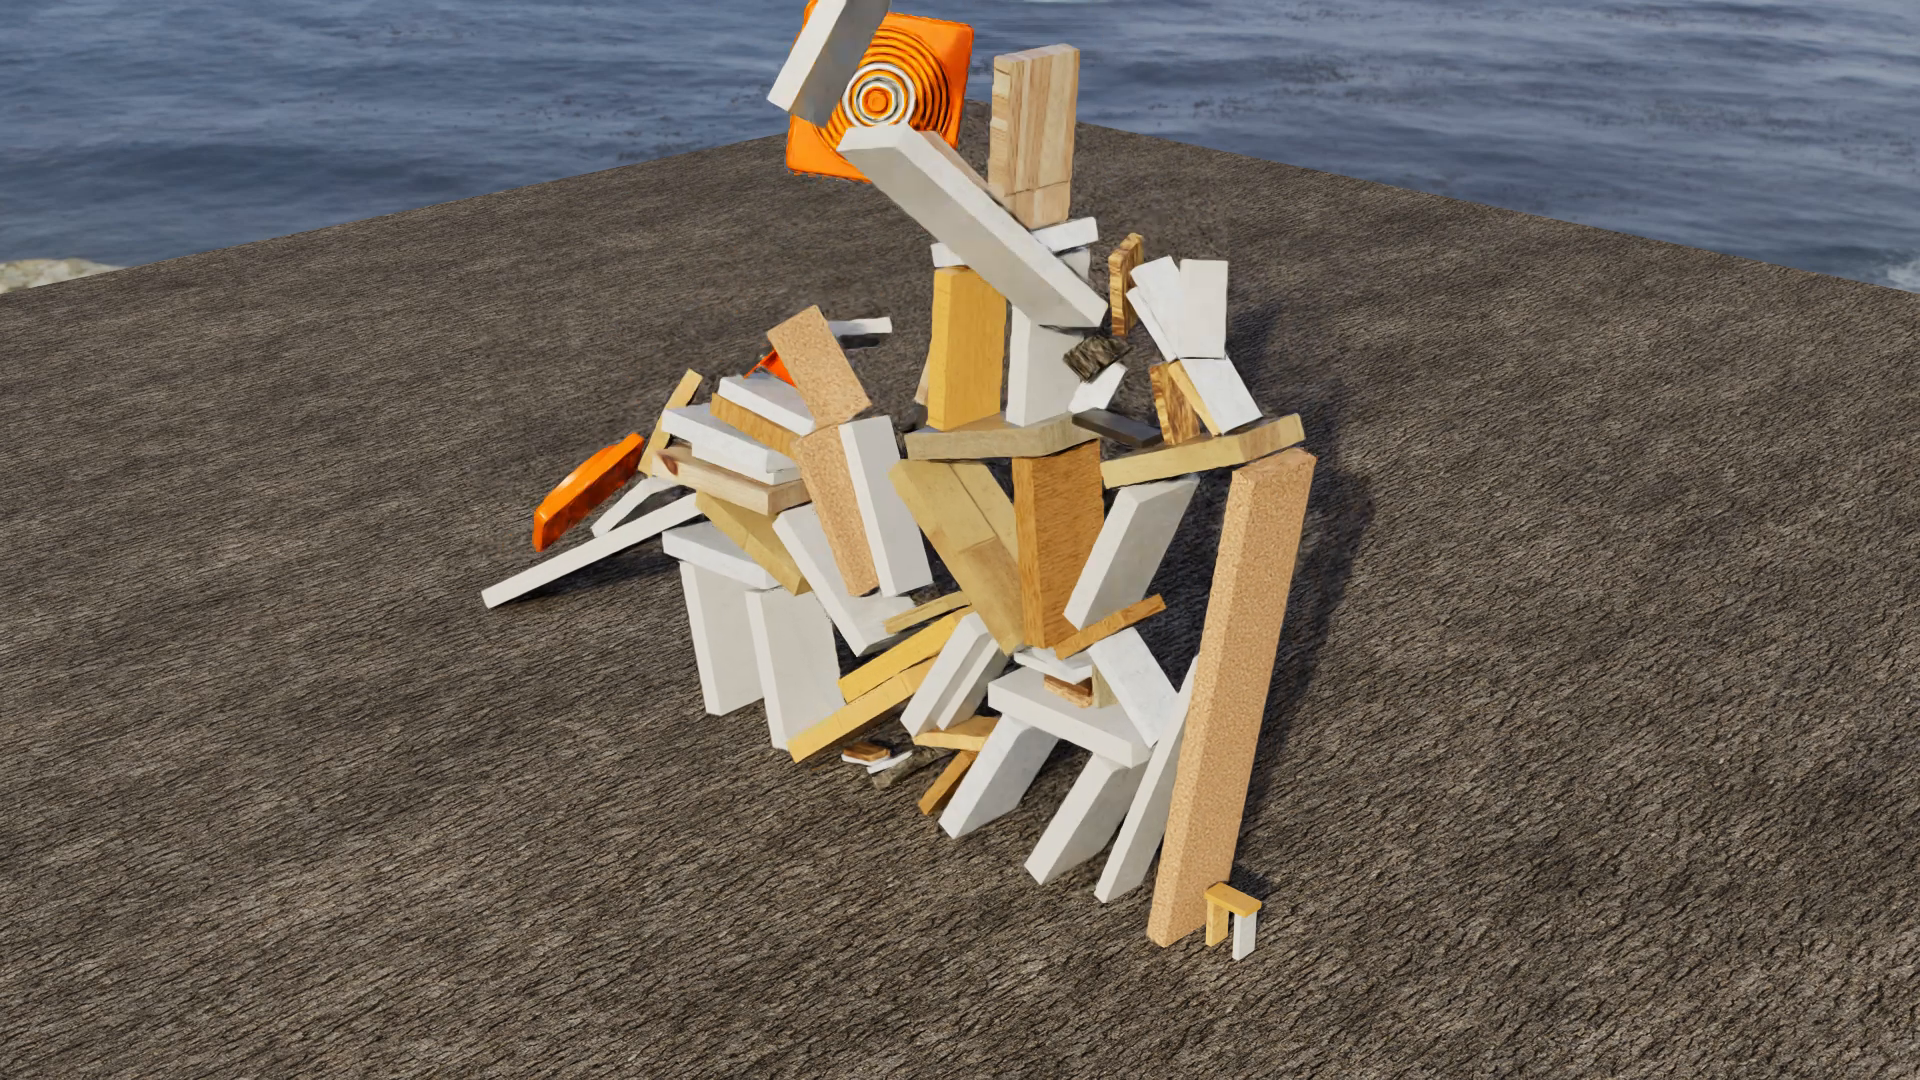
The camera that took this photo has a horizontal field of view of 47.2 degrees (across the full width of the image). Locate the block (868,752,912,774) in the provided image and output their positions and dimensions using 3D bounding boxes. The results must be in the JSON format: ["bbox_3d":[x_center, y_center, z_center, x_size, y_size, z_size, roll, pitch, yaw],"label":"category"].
[{"bbox_3d":[-0.146,0.464,4.586,0.049,0.014,0.098,-22,-2,-41],"label":"block"}]

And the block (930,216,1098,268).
[{"bbox_3d":[0.095,-0.532,3.936,0.150,0.043,0.301,-18,13,-32],"label":"block"}]

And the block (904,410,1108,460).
[{"bbox_3d":[0.085,-0.197,4.066,0.179,0.051,0.357,-21,14,-42],"label":"block"}]

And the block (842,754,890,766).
[{"bbox_3d":[-0.199,0.455,4.638,0.049,0.014,0.098,-22,16,-41],"label":"block"}]

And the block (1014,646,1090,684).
[{"bbox_3d":[0.183,0.227,4.132,0.154,0.022,0.077,19,31,41],"label":"block"}]

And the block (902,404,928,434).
[{"bbox_3d":[-0.037,-0.328,4.720,0.035,0.247,0.123,34,-3,-9],"label":"block"}]

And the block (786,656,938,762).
[{"bbox_3d":[-0.168,0.340,4.529,0.172,0.049,0.474,-21,-8,-40],"label":"block"}]

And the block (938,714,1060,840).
[{"bbox_3d":[0.097,0.436,4.309,0.177,0.355,0.050,-22,61,-41],"label":"block"}]

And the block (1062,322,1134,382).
[{"bbox_3d":[0.243,-0.331,3.869,0.120,0.017,0.060,-35,74,-27],"label":"block"}]

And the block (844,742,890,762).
[{"bbox_3d":[-0.197,0.445,4.618,0.049,0.014,0.098,-19,15,-34],"label":"block"}]

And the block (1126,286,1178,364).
[{"bbox_3d":[0.338,-0.365,3.687,0.020,0.138,0.069,-37,-10,39],"label":"block"}]

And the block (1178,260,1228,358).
[{"bbox_3d":[0.400,-0.380,3.620,0.079,0.158,0.022,-2,6,-30],"label":"block"}]

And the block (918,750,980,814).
[{"bbox_3d":[0.004,0.469,4.414,0.106,0.212,0.030,-22,68,-41],"label":"block"}]

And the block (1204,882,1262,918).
[{"bbox_3d":[0.492,0.650,3.972,0.094,0.013,0.047,21,31,41],"label":"block"}]

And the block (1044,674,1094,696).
[{"bbox_3d":[0.218,0.259,4.104,0.057,0.016,0.113,-22,31,-39],"label":"block"}]

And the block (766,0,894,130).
[{"bbox_3d":[-0.194,-0.828,3.574,0.044,0.309,0.154,32,9,16],"label":"block"}]

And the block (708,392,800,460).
[{"bbox_3d":[-0.349,-0.232,4.553,0.326,0.046,0.163,29,25,35],"label":"block"}]

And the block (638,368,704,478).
[{"bbox_3d":[-0.650,-0.261,4.926,0.037,0.259,0.130,29,54,-5],"label":"block"}]

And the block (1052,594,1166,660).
[{"bbox_3d":[0.271,0.160,3.997,0.105,0.030,0.210,-20,-8,-38],"label":"block"}]

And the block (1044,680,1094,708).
[{"bbox_3d":[0.213,0.279,4.097,0.057,0.016,0.113,-17,28,-34],"label":"block"}]

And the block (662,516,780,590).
[{"bbox_3d":[-0.464,0.019,4.739,0.175,0.050,0.350,-21,27,-40],"label":"block"}]

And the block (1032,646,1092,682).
[{"bbox_3d":[0.204,0.216,4.095,0.077,0.022,0.154,-14,24,-25],"label":"block"}]

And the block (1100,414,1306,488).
[{"bbox_3d":[0.406,-0.150,3.714,0.161,0.046,0.321,-20,7,-40],"label":"block"}]

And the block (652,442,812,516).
[{"bbox_3d":[-0.471,-0.139,4.648,0.336,0.048,0.168,19,27,34],"label":"block"}]

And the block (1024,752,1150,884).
[{"bbox_3d":[0.261,0.499,4.157,0.177,0.355,0.050,-21,60,-41],"label":"block"}]

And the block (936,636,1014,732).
[{"bbox_3d":[0.046,0.263,4.273,0.077,0.316,0.022,-22,64,-40],"label":"block"}]

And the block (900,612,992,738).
[{"bbox_3d":[0.019,0.242,4.286,0.172,0.344,0.049,-22,64,-39],"label":"block"}]

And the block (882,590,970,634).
[{"bbox_3d":[-0.050,0.137,4.321,0.104,0.029,0.207,-16,-5,-41],"label":"block"}]

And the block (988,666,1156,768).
[{"bbox_3d":[0.243,0.314,4.100,0.355,0.050,0.177,20,30,41],"label":"block"}]

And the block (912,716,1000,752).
[{"bbox_3d":[0.014,0.382,4.370,0.106,0.030,0.212,-22,14,-41],"label":"block"}]

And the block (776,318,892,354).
[{"bbox_3d":[-0.277,-0.445,4.792,0.232,0.033,0.116,-7,-9,-23],"label":"block"}]

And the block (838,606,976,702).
[{"bbox_3d":[-0.072,0.217,4.380,0.344,0.049,0.172,-32,-8,38],"label":"block"}]

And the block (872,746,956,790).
[{"bbox_3d":[-0.080,0.451,4.497,0.106,0.030,0.212,-22,-8,-41],"label":"block"}]
